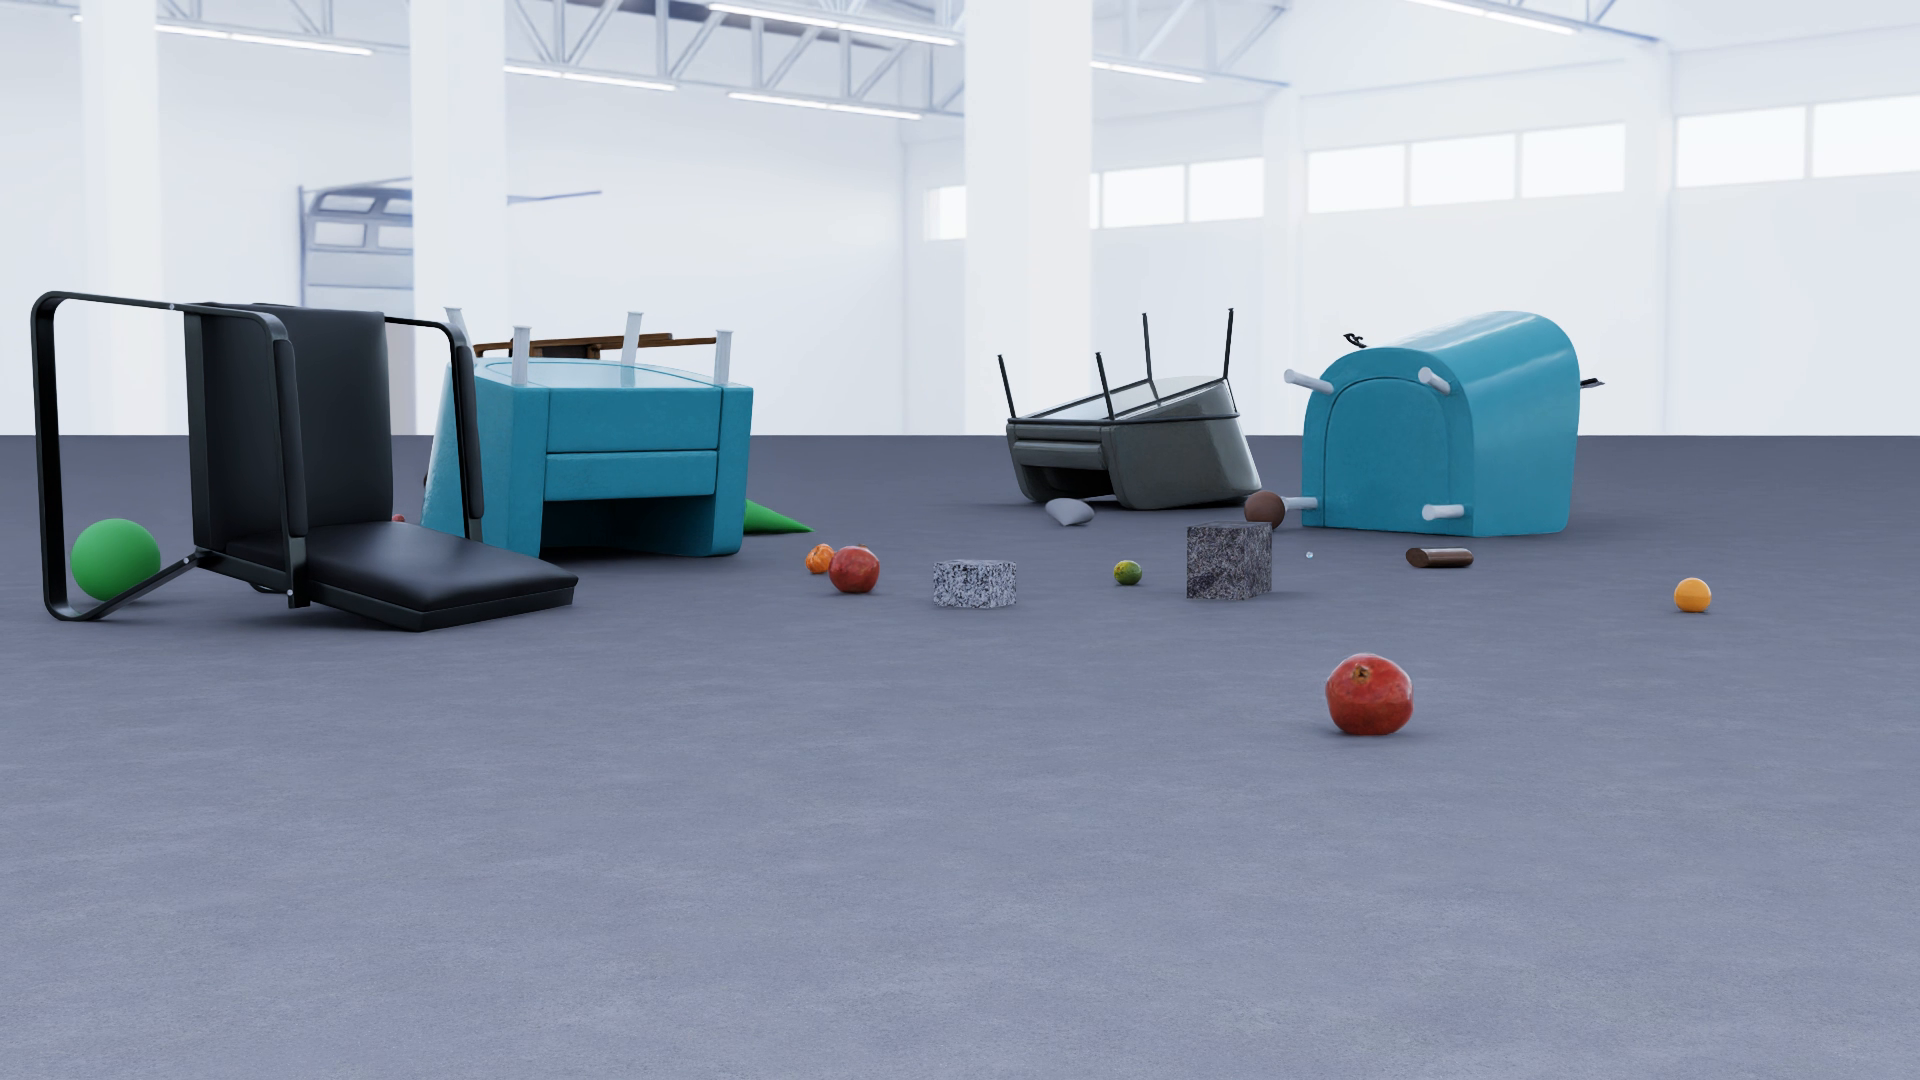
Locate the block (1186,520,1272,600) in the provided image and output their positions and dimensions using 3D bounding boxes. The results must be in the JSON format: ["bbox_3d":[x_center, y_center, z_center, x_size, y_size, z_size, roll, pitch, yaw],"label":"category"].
[{"bbox_3d":[0.590,0.043,4.803,0.126,0.153,0.233,2,4,22],"label":"block"}]

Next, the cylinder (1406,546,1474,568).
[{"bbox_3d":[1.213,0.043,5.563,0.125,0.048,0.122,-1,6,-16],"label":"cylinder"}]

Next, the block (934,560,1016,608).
[{"bbox_3d":[0.031,0.090,4.587,0.130,0.088,0.122,2,4,28],"label":"block"}]

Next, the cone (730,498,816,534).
[{"bbox_3d":[-0.567,-0.050,6.858,0.268,0.113,0.151,12,-19,-23],"label":"cone"}]

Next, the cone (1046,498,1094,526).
[{"bbox_3d":[0.352,-0.070,7.236,0.168,0.114,0.074,6,43,16],"label":"cone"}]

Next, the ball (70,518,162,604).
[{"bbox_3d":[-1.771,0.043,4.615,0.178,0.178,0.178,0,4,0],"label":"ball"}]

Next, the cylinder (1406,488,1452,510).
[{"bbox_3d":[1.750,-0.154,8.199,0.131,0.077,0.114,19,14,36],"label":"cylinder"}]
